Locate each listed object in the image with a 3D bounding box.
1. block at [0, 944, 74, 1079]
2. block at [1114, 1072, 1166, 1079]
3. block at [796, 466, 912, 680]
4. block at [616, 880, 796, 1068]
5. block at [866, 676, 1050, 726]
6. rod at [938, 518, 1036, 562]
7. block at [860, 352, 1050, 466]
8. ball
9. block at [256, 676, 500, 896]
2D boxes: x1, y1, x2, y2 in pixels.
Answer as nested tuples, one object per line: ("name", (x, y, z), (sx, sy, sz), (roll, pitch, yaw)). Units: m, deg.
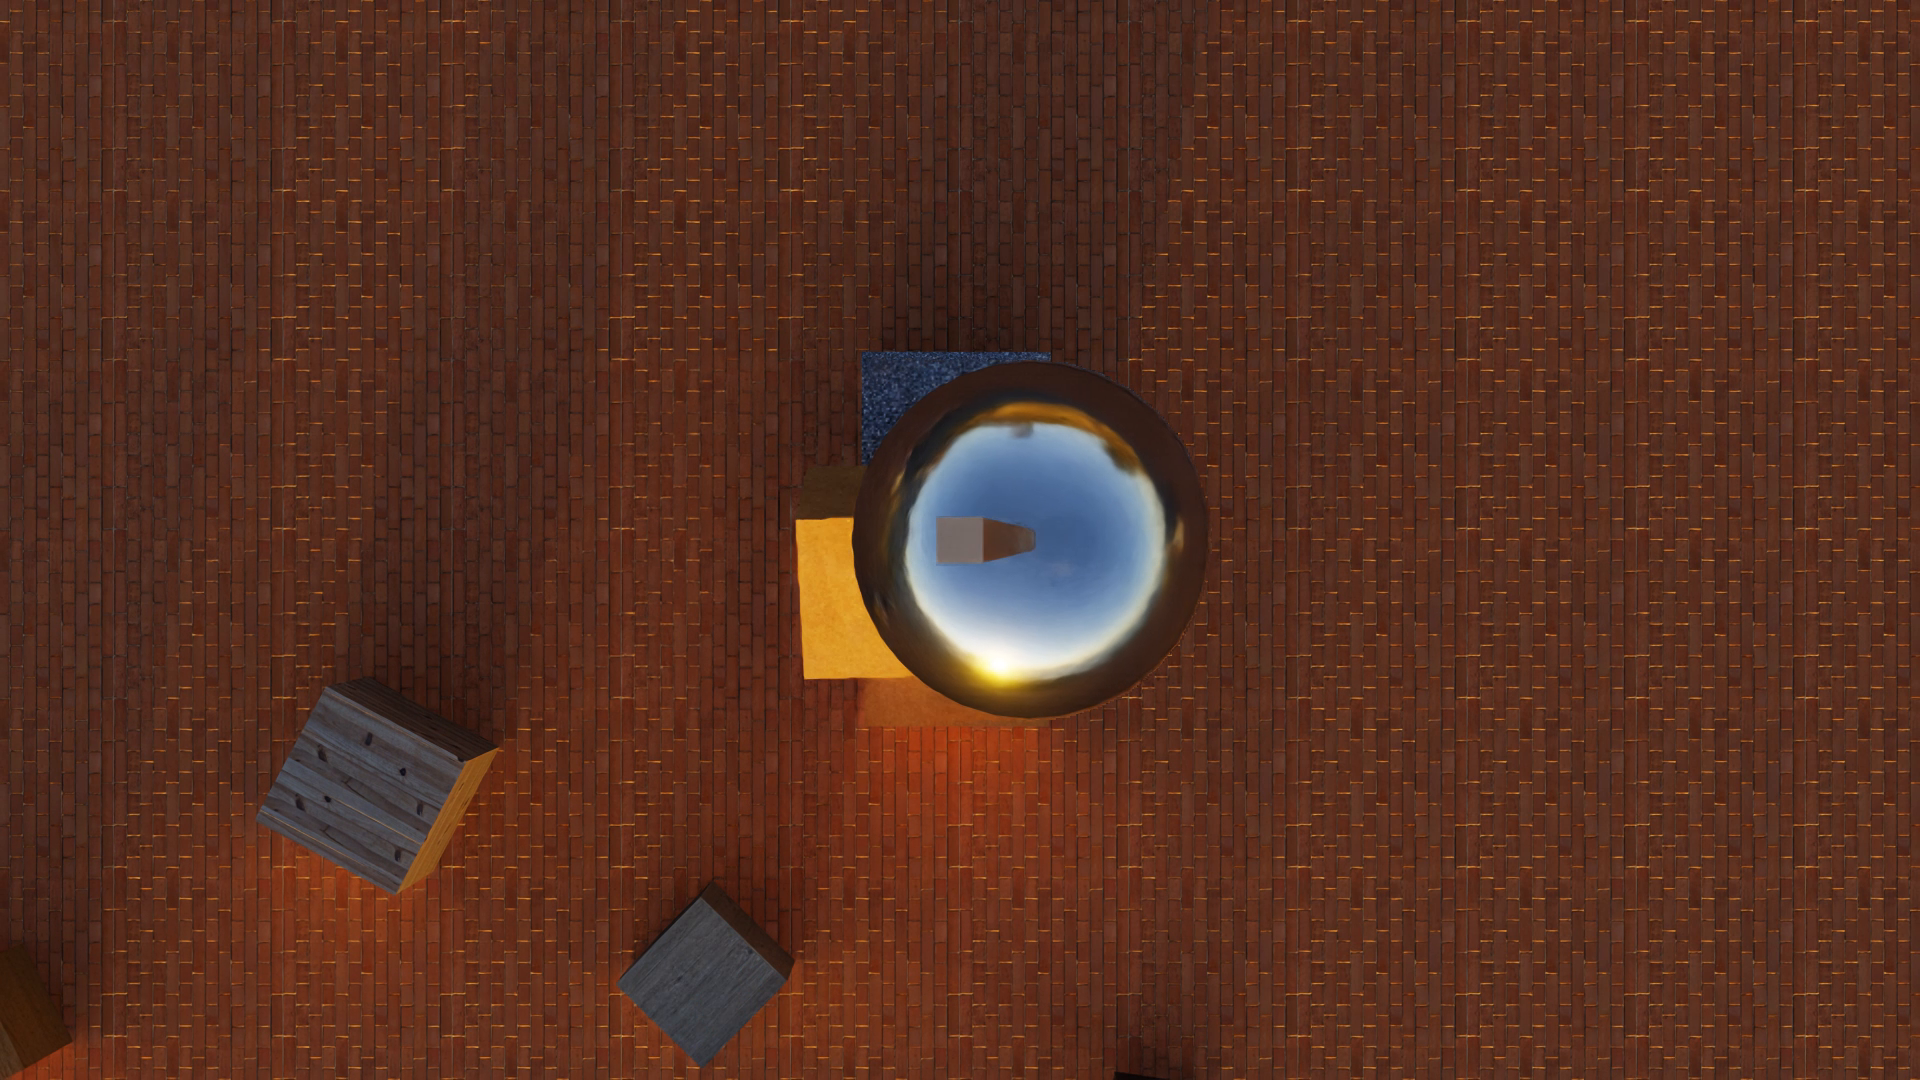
("block", (-5.630, 2.796, 12.661), (0.539, 0.677, 0.652), (-27, 90, 0))
("block", (1.130, 3.486, 12.713), (0.534, 0.575, 0.618), (8, 90, 0))
("block", (-0.363, 0.148, 11.417), (0.877, 0.844, 0.860), (-1, 110, 1))
("block", (-1.459, 2.496, 12.701), (0.683, 0.599, 0.689), (44, 90, 0))
("block", (-0.016, 0.488, 12.481), (1.001, 1.037, 1.053), (0, 90, 0))
("rod", (0.136, 0.000, 6.438), (0.080, 5.200, 0.080), (0, 90, 3))
("block", (-0.023, -0.528, 12.397), (1.015, 1.205, 0.964), (0, 90, 0))
("ball", (0.313, 0.000, 9.834), (1.600, 1.600, 1.600), (0, 90, 0))
("block", (-3.307, 1.384, 12.565), (0.880, 0.871, 0.839), (28, 90, 0))
